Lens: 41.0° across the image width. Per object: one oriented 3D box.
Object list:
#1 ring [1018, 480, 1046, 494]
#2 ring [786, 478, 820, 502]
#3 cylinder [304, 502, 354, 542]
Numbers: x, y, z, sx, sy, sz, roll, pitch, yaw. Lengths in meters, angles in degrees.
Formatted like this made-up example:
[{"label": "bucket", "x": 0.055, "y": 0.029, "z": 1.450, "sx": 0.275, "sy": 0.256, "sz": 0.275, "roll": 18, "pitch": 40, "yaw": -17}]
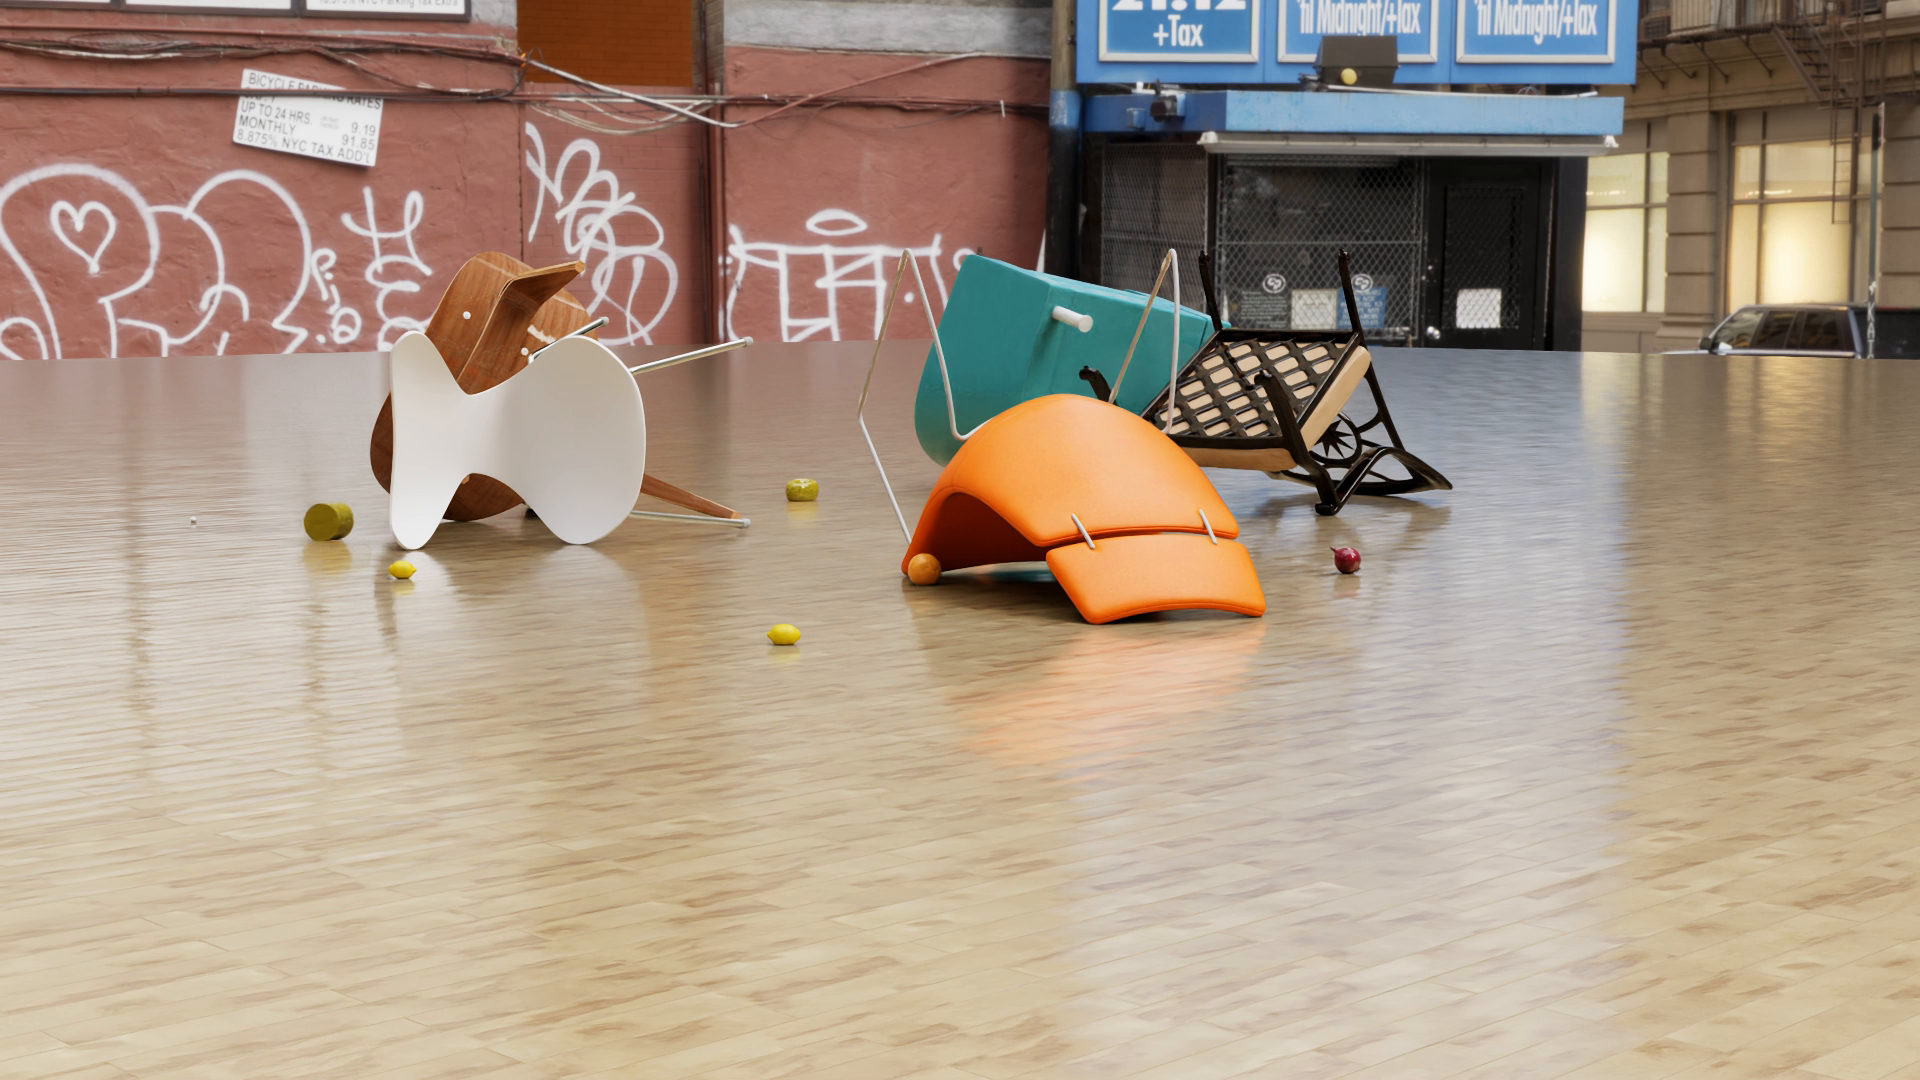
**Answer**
[{"label": "ring", "x": 0.216, "y": -0.160, "z": 7.762, "sx": 0.087, "sy": 0.042, "sz": 0.080, "roll": 7, "pitch": 3, "yaw": 27}, {"label": "ring", "x": -0.463, "y": -0.145, "z": 7.537, "sx": 0.085, "sy": 0.058, "sz": 0.125, "roll": 11, "pitch": 14, "yaw": 31}, {"label": "cylinder", "x": -1.574, "y": -0.047, "z": 6.398, "sx": 0.105, "sy": 0.094, "sz": 0.065, "roll": -21, "pitch": -3, "yaw": 22}]
